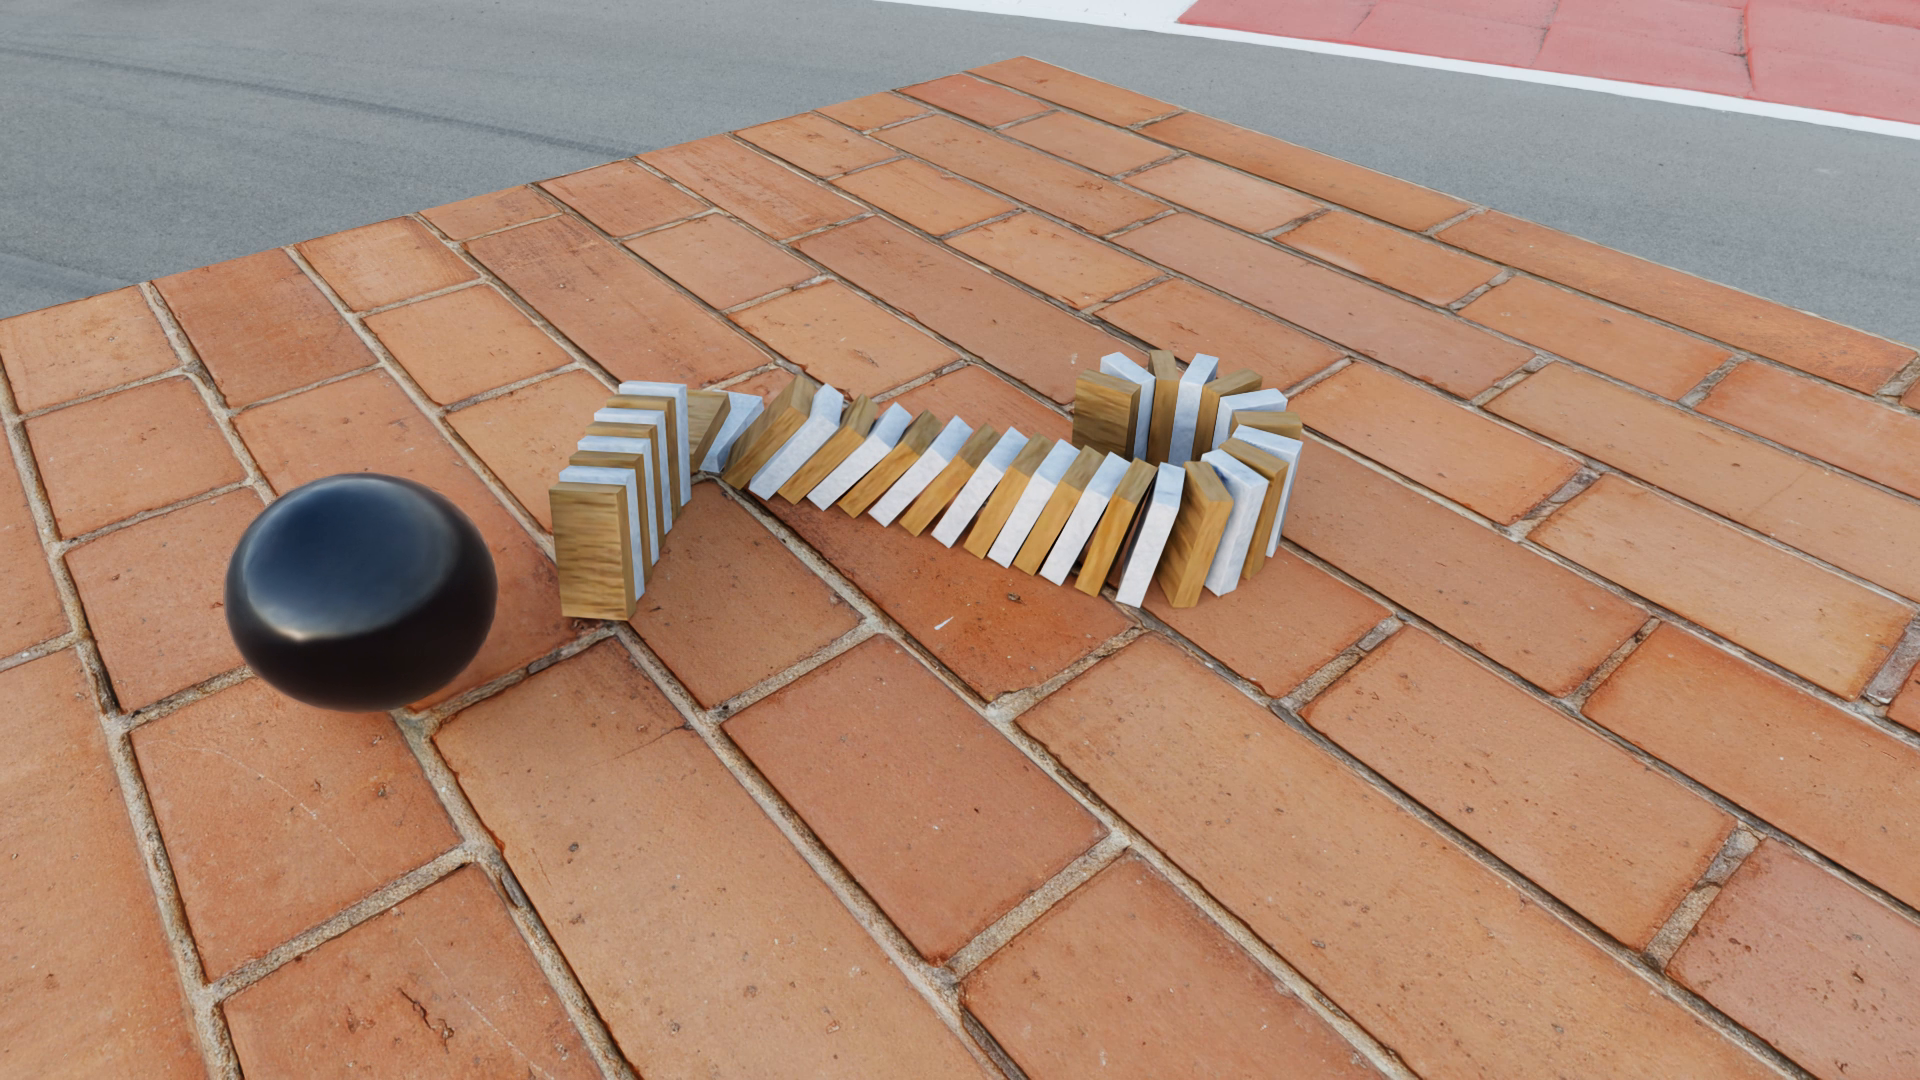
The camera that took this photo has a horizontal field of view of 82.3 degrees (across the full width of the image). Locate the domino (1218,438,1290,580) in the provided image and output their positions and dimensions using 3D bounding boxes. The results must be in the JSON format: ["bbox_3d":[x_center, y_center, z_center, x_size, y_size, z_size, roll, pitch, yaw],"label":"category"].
[{"bbox_3d":[0.109,-0.012,0.426,0.025,0.050,0.009,32,46,33],"label":"domino"}]

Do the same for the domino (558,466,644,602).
[{"bbox_3d":[-0.134,-0.002,0.414,0.025,0.050,0.009,4,21,4],"label":"domino"}]

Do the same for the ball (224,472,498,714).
[{"bbox_3d":[-0.197,0.017,0.367,0.080,0.080,0.080,0,39,0],"label":"ball"}]

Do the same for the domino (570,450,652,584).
[{"bbox_3d":[-0.133,-0.008,0.421,0.025,0.050,0.010,4,21,4],"label":"domino"}]

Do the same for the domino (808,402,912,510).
[{"bbox_3d":[-0.042,-0.034,0.458,0.010,0.050,0.025,42,41,-14],"label":"domino"}]

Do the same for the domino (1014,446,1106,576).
[{"bbox_3d":[0.038,-0.011,0.425,0.009,0.050,0.025,32,46,6],"label":"domino"}]

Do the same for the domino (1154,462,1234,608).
[{"bbox_3d":[0.086,-0.002,0.413,0.009,0.050,0.025,-1,39,-14],"label":"domino"}]

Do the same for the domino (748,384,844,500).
[{"bbox_3d":[-0.070,-0.042,0.467,0.010,0.050,0.025,35,31,-25],"label":"domino"}]

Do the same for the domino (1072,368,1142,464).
[{"bbox_3d":[0.061,-0.046,0.467,0.025,0.050,0.010,22,44,25],"label":"domino"}]

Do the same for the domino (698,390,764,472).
[{"bbox_3d":[-0.112,-0.051,0.505,0.025,0.010,0.050,10,40,12],"label":"domino"}]

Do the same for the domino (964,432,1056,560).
[{"bbox_3d":[0.019,-0.017,0.432,0.010,0.050,0.025,34,46,4],"label":"domino"}]

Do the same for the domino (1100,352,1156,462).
[{"bbox_3d":[0.070,-0.053,0.476,0.010,0.050,0.025,-21,44,-23],"label":"domino"}]

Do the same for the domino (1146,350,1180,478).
[{"bbox_3d":[0.086,-0.054,0.478,0.010,0.050,0.025,1,39,1],"label":"domino"}]

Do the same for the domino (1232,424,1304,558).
[{"bbox_3d":[0.117,-0.019,0.434,0.025,0.050,0.010,19,42,22],"label":"domino"}]

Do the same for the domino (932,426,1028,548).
[{"bbox_3d":[0.008,-0.020,0.437,0.010,0.050,0.025,37,46,1],"label":"domino"}]

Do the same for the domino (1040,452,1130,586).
[{"bbox_3d":[0.048,-0.008,0.420,0.009,0.050,0.025,31,46,7],"label":"domino"}]

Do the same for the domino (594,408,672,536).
[{"bbox_3d":[-0.132,-0.027,0.445,0.025,0.050,0.009,4,21,4],"label":"domino"}]

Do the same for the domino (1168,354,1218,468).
[{"bbox_3d":[0.100,-0.052,0.475,0.010,0.050,0.025,17,42,20],"label":"domino"}]

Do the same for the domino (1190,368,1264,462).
[{"bbox_3d":[0.112,-0.046,0.468,0.025,0.050,0.009,-24,45,-26],"label":"domino"}]

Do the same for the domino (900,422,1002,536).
[{"bbox_3d":[-0.004,-0.024,0.443,0.010,0.050,0.025,41,46,-3],"label":"domino"}]

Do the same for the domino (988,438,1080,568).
[{"bbox_3d":[0.029,-0.014,0.428,0.010,0.050,0.025,33,46,5],"label":"domino"}]

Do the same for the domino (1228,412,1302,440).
[{"bbox_3d":[0.120,-0.028,0.446,0.025,0.050,0.009,1,39,1],"label":"domino"}]

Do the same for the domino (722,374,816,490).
[{"bbox_3d":[-0.082,-0.046,0.473,0.010,0.050,0.025,35,32,-25],"label":"domino"}]

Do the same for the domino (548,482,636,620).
[{"bbox_3d":[-0.135,0.004,0.406,0.025,0.050,0.009,4,21,4],"label":"domino"}]

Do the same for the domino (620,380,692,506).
[{"bbox_3d":[-0.127,-0.040,0.461,0.025,0.050,0.009,5,20,5],"label":"domino"}]

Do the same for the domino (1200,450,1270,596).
[{"bbox_3d":[0.099,-0.006,0.419,0.009,0.050,0.025,-17,42,-30],"label":"domino"}]

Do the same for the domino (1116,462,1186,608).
[{"bbox_3d":[0.071,-0.002,0.413,0.010,0.050,0.025,17,41,4],"label":"domino"}]

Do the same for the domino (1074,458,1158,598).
[{"bbox_3d":[0.059,-0.004,0.416,0.010,0.050,0.025,27,45,10],"label":"domino"}]

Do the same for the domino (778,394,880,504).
[{"bbox_3d":[-0.056,-0.038,0.463,0.009,0.050,0.025,39,36,-19],"label":"domino"}]

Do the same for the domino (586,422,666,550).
[{"bbox_3d":[-0.132,-0.021,0.437,0.025,0.050,0.010,4,21,4],"label":"domino"}]

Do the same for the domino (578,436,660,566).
[{"bbox_3d":[-0.133,-0.015,0.429,0.025,0.050,0.009,4,21,4],"label":"domino"}]

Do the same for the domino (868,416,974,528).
[{"bbox_3d":[-0.016,-0.028,0.448,0.009,0.050,0.025,41,44,-7],"label":"domino"}]

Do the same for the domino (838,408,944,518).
[{"bbox_3d":[-0.029,-0.031,0.453,0.010,0.050,0.025,42,43,-10],"label":"domino"}]

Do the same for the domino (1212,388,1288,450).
[{"bbox_3d":[0.118,-0.037,0.457,0.025,0.050,0.010,-11,41,-13],"label":"domino"}]

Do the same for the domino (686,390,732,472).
[{"bbox_3d":[-0.122,-0.049,0.489,0.025,0.010,0.050,5,40,6],"label":"domino"}]

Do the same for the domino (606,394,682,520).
[{"bbox_3d":[-0.130,-0.034,0.453,0.025,0.050,0.010,4,20,5],"label":"domino"}]
